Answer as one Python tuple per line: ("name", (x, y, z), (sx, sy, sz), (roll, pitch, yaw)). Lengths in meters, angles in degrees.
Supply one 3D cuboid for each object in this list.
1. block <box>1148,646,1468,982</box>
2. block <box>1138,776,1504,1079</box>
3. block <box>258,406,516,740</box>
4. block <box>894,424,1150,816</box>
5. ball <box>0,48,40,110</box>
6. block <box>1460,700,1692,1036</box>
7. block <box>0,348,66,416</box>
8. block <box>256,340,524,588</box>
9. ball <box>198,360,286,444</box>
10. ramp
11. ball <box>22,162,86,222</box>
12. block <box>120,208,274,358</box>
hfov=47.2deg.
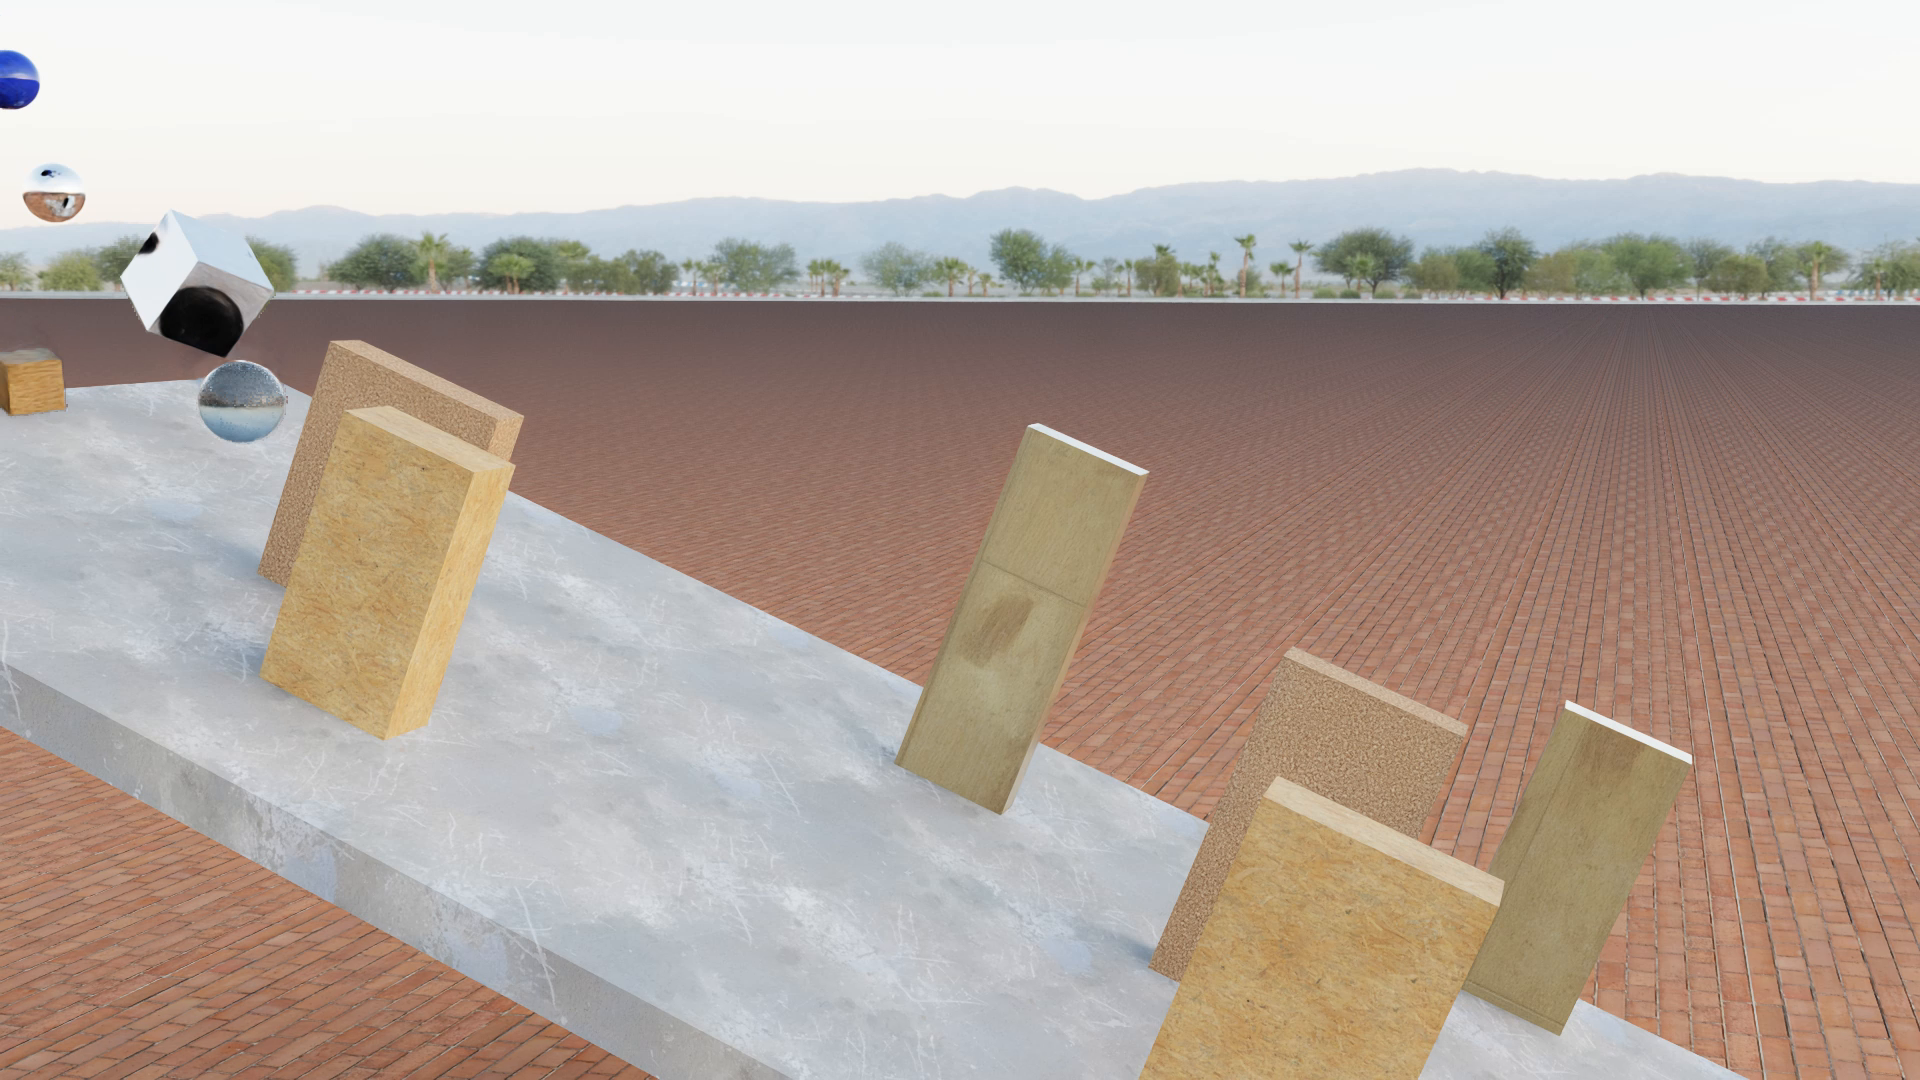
("block", (0.627, 0.558, 3.983), (0.342, 0.639, 0.107), (24, 13, 13))
("block", (0.491, 0.707, 3.186), (0.353, 0.623, 0.134), (24, 13, 13))
("block", (-0.983, 0.054, 3.769), (0.261, 0.498, 0.141), (24, 13, 13))
("block", (0.122, 0.164, 4.506), (0.250, 0.765, 0.084), (24, 13, 13))
("ball", (-2.055, -0.994, 4.748), (0.130, 0.130, 0.130), (0, 7, 0))
("block", (1.240, 0.674, 4.519), (0.266, 0.631, 0.089), (24, 13, 13))
("block", (-1.945, -0.332, 4.594), (0.107, 0.107, 0.107), (-11, 23, -35))
("block", (-1.090, -0.085, 4.200), (0.377, 0.483, 0.100), (24, 13, 13))
("ball", (-1.569, -0.301, 4.803), (0.181, 0.181, 0.181), (0, 7, 0))
("ramp", (-0.308, 0.546, 4.195), (4.000, 0.100, 2.000), (24, 13, 13))
("ball", (-2.005, -0.769, 4.868), (0.132, 0.132, 0.132), (0, 7, 0))
("block", (-1.675, -0.562, 4.831), (0.199, 0.199, 0.199), (22, 24, -52))
